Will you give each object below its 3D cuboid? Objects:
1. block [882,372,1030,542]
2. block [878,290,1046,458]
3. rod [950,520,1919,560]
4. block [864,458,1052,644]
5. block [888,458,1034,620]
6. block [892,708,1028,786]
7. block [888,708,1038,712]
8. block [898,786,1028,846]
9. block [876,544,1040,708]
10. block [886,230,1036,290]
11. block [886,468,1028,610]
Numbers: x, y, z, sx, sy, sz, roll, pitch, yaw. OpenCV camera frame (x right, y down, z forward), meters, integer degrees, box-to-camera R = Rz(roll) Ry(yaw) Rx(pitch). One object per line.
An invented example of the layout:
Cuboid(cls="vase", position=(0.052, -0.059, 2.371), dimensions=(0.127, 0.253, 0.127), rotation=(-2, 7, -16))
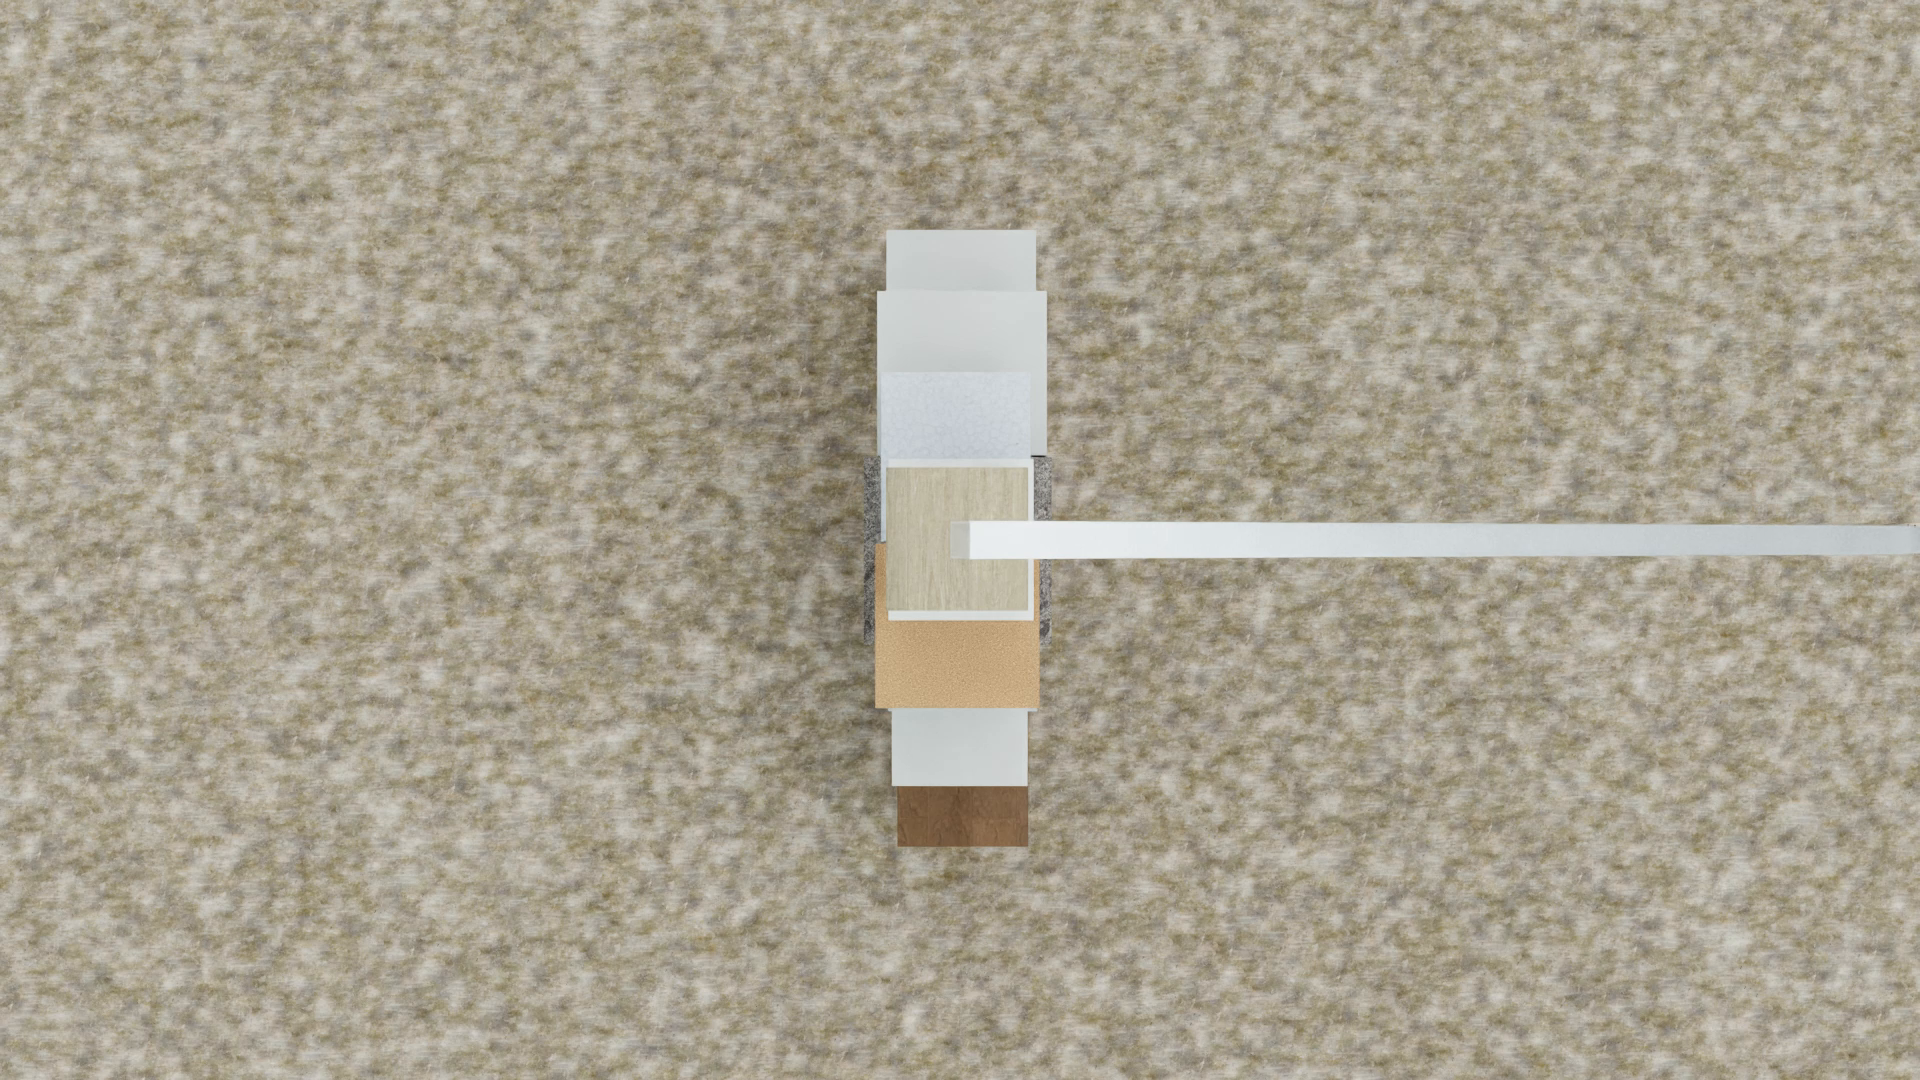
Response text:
Cuboid(cls="block", position=(-0.019, -0.391, 10.743), dimensions=(0.703, 0.786, 0.799), rotation=(0, 90, 0))
Cuboid(cls="block", position=(0.010, -0.848, 11.642), dimensions=(0.862, 0.921, 0.837), rotation=(0, 90, 0))
Cuboid(cls="rod", position=(2.234, 0.000, 5.986), dimensions=(5.200, 0.080, 0.080), rotation=(0, 90, -31))
Cuboid(cls="block", position=(-0.012, 0.056, 11.604), dimensions=(0.950, 0.936, 0.951), rotation=(0, 90, 0))
Cuboid(cls="block", position=(0.005, -0.001, 9.976), dimensions=(0.633, 0.735, 0.704), rotation=(0, 90, 0))
Cuboid(cls="block", position=(-0.002, 0.904, 11.699), dimensions=(0.699, 0.746, 0.726), rotation=(0, 90, 0))
Cuboid(cls="block", position=(0.014, 0.474, 12.536), dimensions=(0.820, 0.928, 0.934), rotation=(0, 90, 0))
Cuboid(cls="block", position=(0.015, 1.333, 12.652), dimensions=(0.733, 0.695, 0.766), rotation=(0, 90, 0))
Cuboid(cls="block", position=(-0.013, 0.404, 10.739), dimensions=(0.772, 0.793, 0.773), rotation=(0, 90, 0))
Cuboid(cls="block", position=(0.007, -1.323, 12.584), dimensions=(0.826, 0.831, 0.785), rotation=(0, 90, 0))
Cuboid(cls="block", position=(-0.012, -0.003, 9.350), dimensions=(0.588, 0.516, 0.594), rotation=(0, 90, 0))
